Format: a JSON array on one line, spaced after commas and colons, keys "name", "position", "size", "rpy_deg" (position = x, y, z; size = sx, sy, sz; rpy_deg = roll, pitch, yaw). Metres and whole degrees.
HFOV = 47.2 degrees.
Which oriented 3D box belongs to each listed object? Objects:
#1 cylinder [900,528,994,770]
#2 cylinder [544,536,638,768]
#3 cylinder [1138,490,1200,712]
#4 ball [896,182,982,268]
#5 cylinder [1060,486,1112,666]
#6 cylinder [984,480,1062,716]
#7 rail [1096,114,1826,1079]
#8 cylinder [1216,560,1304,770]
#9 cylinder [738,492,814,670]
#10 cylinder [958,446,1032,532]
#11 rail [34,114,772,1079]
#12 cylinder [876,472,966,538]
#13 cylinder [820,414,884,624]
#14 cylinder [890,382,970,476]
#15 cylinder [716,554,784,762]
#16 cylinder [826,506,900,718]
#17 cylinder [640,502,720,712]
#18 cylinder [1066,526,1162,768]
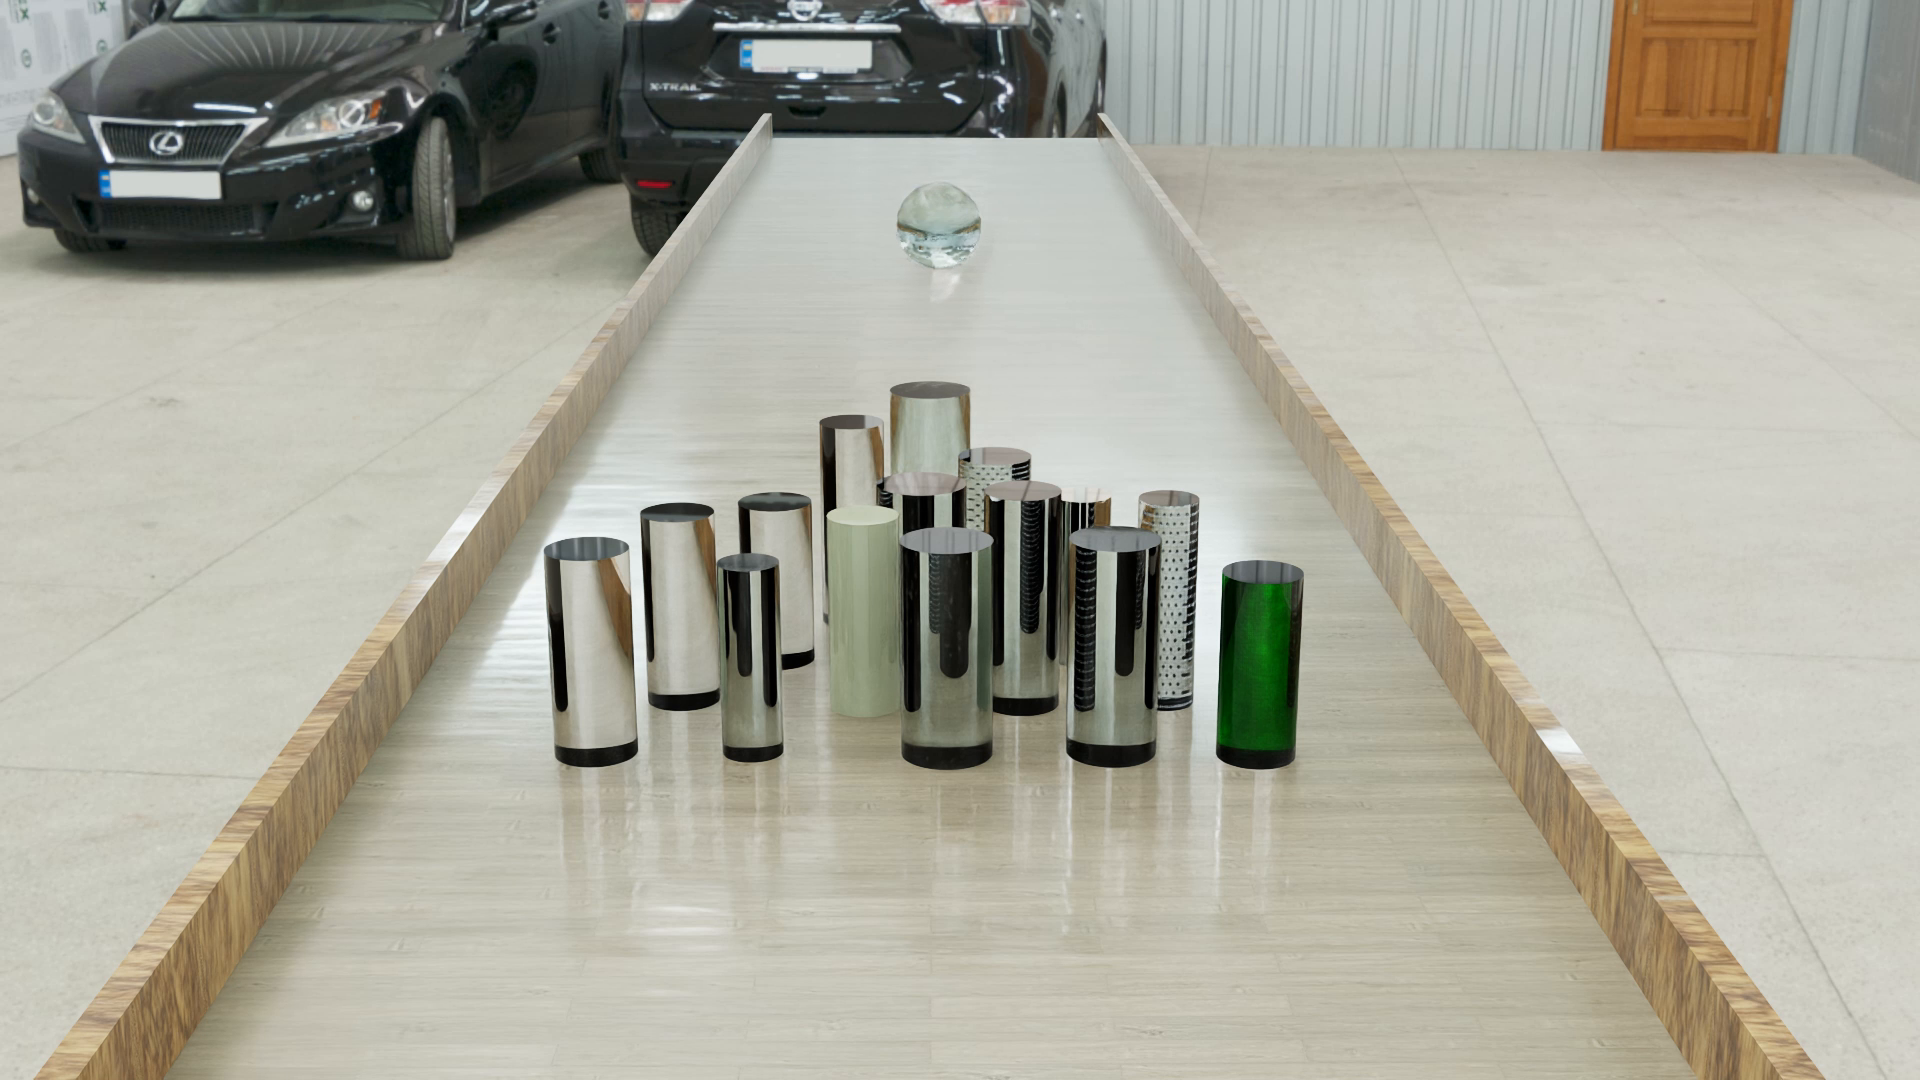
[{"name": "cylinder", "position": [-0.023, 0.191, 3.888], "size": [0.164, 0.397, 0.164], "rpy_deg": [0, 17, 0]}, {"name": "cylinder", "position": [-0.653, 0.198, 3.894], "size": [0.149, 0.381, 0.149], "rpy_deg": [0, 17, 0]}, {"name": "cylinder", "position": [0.388, 0.114, 4.139], "size": [0.113, 0.401, 0.113], "rpy_deg": [0, 17, 0]}, {"name": "ball", "position": [-0.087, -1.275, 8.908], "size": [0.346, 0.346, 0.346], "rpy_deg": [0, 17, 0]}, {"name": "cylinder", "position": [0.240, 0.073, 4.384], "size": [0.117, 0.340, 0.117], "rpy_deg": [0, 17, 0]}, {"name": "cylinder", "position": [0.117, 0.109, 4.126], "size": [0.144, 0.418, 0.144], "rpy_deg": [0, 17, 0]}, {"name": "rail", "position": [0.932, -0.844, 7.801], "size": [0.050, 0.150, 12.000], "rpy_deg": [0, 17, -1]}, {"name": "cylinder", "position": [0.529, 0.220, 3.887], "size": [0.142, 0.342, 0.142], "rpy_deg": [0, 17, 0]}, {"name": "cylinder", "position": [-0.365, 0.081, 4.381], "size": [0.146, 0.327, 0.146], "rpy_deg": [0, 17, 0]}, {"name": "cylinder", "position": [0.073, -0.008, 4.638], "size": [0.153, 0.351, 0.153], "rpy_deg": [0, 17, 0]}, {"name": "rail", "position": [-1.118, -0.838, 7.780], "size": [0.050, 0.150, 12.000], "rpy_deg": [0, 17, -1]}, {"name": "cylinder", "position": [-0.076, 0.060, 4.399], "size": [0.178, 0.357, 0.178], "rpy_deg": [0, 17, 0]}, {"name": "cylinder", "position": [-0.225, -0.039, 4.605], "size": [0.134, 0.429, 0.134], "rpy_deg": [0, 17, 0]}, {"name": "cylinder", "position": [-0.065, -0.120, 4.869], "size": [0.178, 0.434, 0.178], "rpy_deg": [0, 17, 0]}, {"name": "cylinder", "position": [-0.372, 0.209, 3.901], "size": [0.110, 0.355, 0.110], "rpy_deg": [0, 17, 0]}, {"name": "cylinder", "position": [-0.180, 0.133, 4.122], "size": [0.134, 0.374, 0.134], "rpy_deg": [0, 17, 0]}, {"name": "cylinder", "position": [-0.527, 0.126, 4.155], "size": [0.138, 0.370, 0.138], "rpy_deg": [0, 17, 0]}, {"name": "cylinder", "position": [0.272, 0.188, 3.897], "size": [0.162, 0.398, 0.162], "rpy_deg": [0, 17, 0]}]
